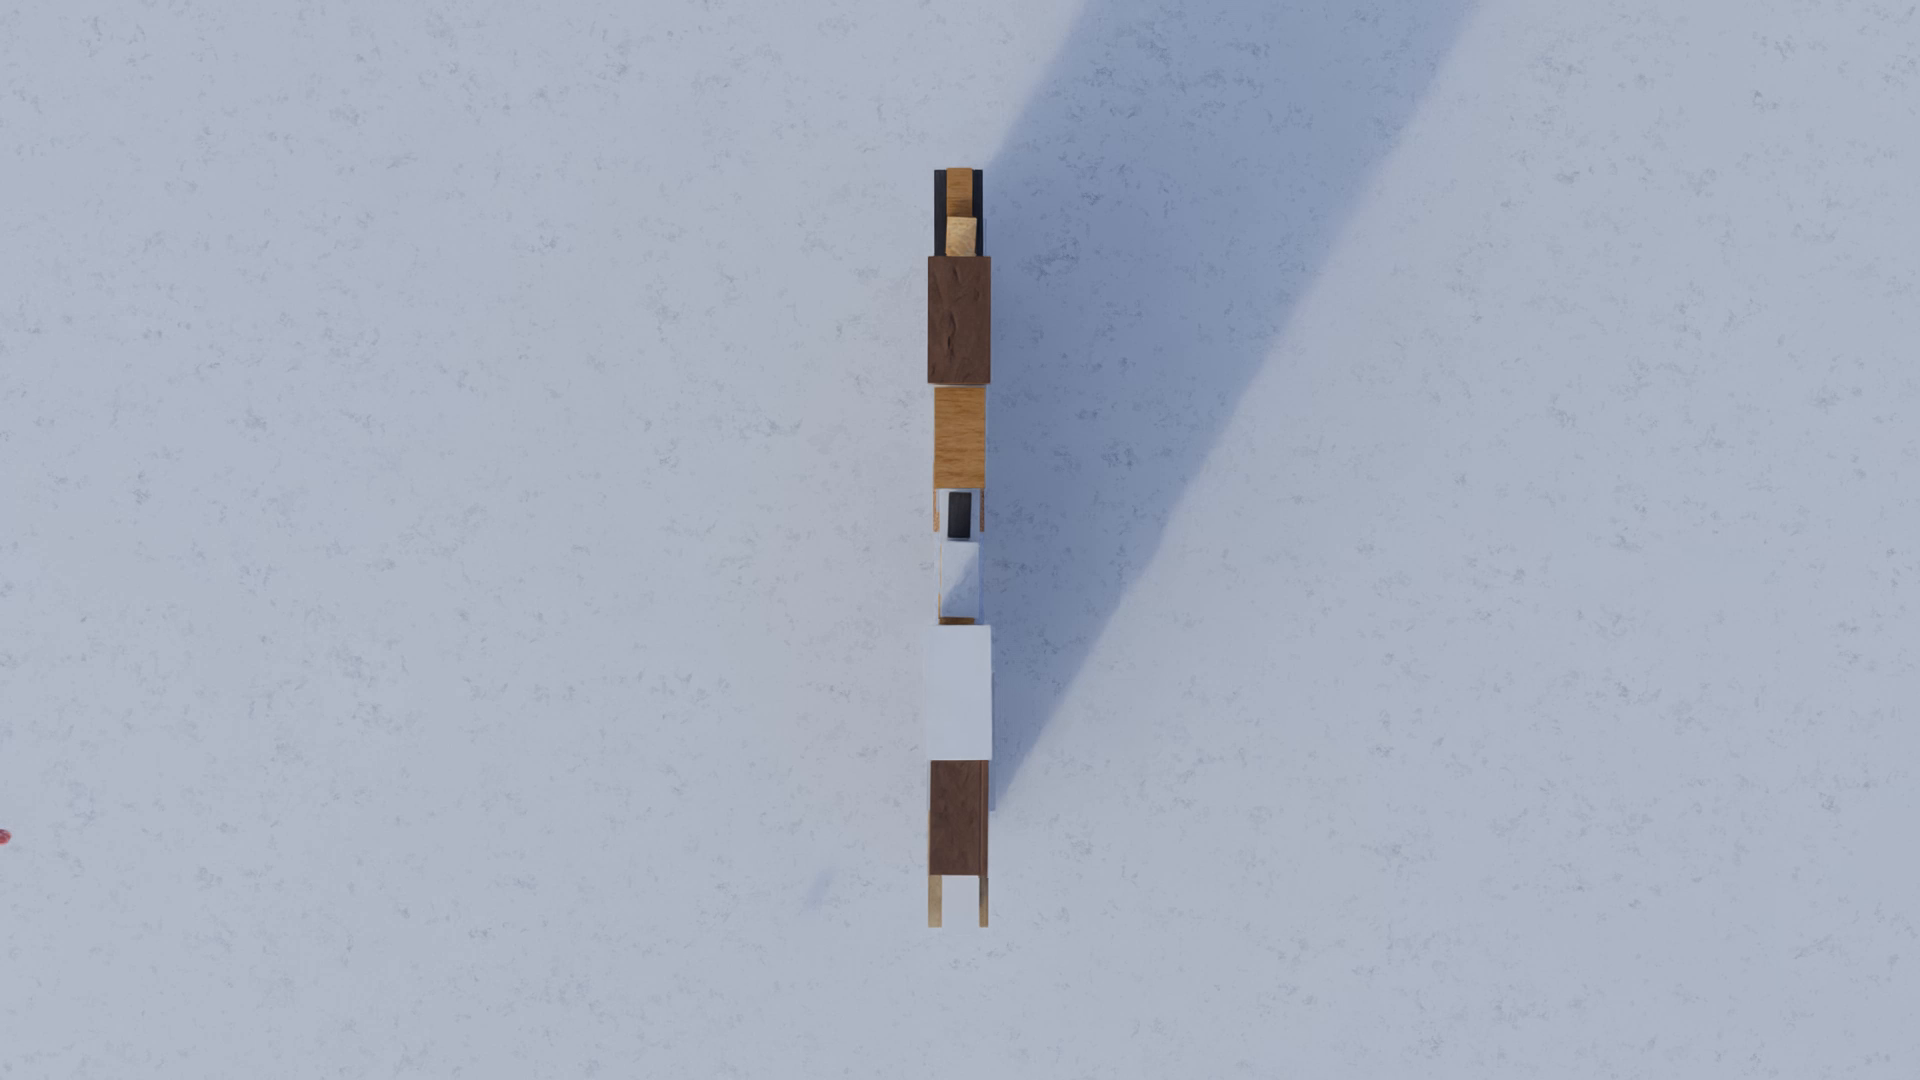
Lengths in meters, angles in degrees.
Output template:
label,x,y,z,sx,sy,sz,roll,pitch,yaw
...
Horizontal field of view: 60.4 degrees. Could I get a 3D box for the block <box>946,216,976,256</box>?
label,x,y,z,sx,sy,sz,roll,pitch,yaw
block,0.002,-0.753,4.239,0.075,0.021,0.150,3,90,0

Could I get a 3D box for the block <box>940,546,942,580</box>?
label,x,y,z,sx,sy,sz,roll,pitch,yaw
block,-0.004,0.032,4.761,0.102,0.029,0.203,0,90,0

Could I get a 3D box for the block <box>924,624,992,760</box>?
label,x,y,z,sx,sy,sz,roll,pitch,yaw
block,-0.005,0.350,3.791,0.153,0.043,0.307,-1,90,0

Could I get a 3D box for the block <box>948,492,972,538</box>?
label,x,y,z,sx,sy,sz,roll,pitch,yaw
block,-0.001,-0.064,4.222,0.059,0.017,0.117,2,90,0

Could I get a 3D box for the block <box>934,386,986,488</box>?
label,x,y,z,sx,sy,sz,roll,pitch,yaw
block,0.000,-0.246,3.972,0.121,0.034,0.242,0,90,0

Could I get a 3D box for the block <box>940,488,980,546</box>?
label,x,y,z,sx,sy,sz,roll,pitch,yaw
block,-0.001,-0.092,4.363,0.105,0.030,0.211,0,90,0

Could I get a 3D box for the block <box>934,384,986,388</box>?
label,x,y,z,sx,sy,sz,roll,pitch,yaw
block,0.000,-0.337,4.250,0.136,0.039,0.273,0,90,0

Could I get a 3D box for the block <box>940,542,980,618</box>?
label,x,y,z,sx,sy,sz,roll,pitch,yaw
block,-0.001,0.099,4.104,0.093,0.026,0.186,1,90,0

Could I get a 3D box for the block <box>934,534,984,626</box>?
label,x,y,z,sx,sy,sz,roll,pitch,yaw
block,-0.002,0.136,5.166,0.156,0.044,0.312,0,90,0

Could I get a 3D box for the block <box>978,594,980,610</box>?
label,x,y,z,sx,sy,sz,roll,pitch,yaw
block,0.003,0.158,4.210,0.093,0.186,0.026,-2,92,0

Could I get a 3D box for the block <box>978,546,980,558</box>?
label,x,y,z,sx,sy,sz,roll,pitch,yaw
block,0.005,0.030,4.365,0.093,0.497,0.026,-3,91,0

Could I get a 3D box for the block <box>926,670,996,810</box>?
label,x,y,z,sx,sy,sz,roll,pitch,yaw
block,0.002,0.504,4.145,0.173,0.049,0.346,0,90,0

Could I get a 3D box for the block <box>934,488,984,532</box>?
label,x,y,z,sx,sy,sz,roll,pitch,yaw
block,-0.004,-0.185,5.157,0.160,0.045,0.320,0,90,0

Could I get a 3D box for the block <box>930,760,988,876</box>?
label,x,y,z,sx,sy,sz,roll,pitch,yaw
block,-0.002,0.641,3.832,0.135,0.038,0.269,0,90,0

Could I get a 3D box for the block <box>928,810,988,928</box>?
label,x,y,z,sx,sy,sz,roll,pitch,yaw
block,-0.004,0.834,4.228,0.154,0.044,0.308,0,90,0

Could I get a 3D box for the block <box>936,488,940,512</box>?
label,x,y,z,sx,sy,sz,roll,pitch,yaw
block,-0.004,-0.213,4.859,0.129,0.036,0.257,0,90,0

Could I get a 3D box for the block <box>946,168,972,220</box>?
label,x,y,z,sx,sy,sz,roll,pitch,yaw
block,-0.001,-0.894,4.260,0.066,0.019,0.131,0,90,0

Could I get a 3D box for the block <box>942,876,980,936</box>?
label,x,y,z,sx,sy,sz,roll,pitch,yaw
block,0.001,0.869,4.014,0.090,0.025,0.179,0,90,0

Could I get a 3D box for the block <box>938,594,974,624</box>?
label,x,y,z,sx,sy,sz,roll,pitch,yaw
block,-0.008,0.233,4.317,0.092,0.026,0.185,0,90,0

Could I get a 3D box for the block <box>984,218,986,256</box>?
label,x,y,z,sx,sy,sz,roll,pitch,yaw
block,0.002,-0.837,5.151,0.163,0.046,0.326,0,90,0

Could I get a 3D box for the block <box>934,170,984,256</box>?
label,x,y,z,sx,sy,sz,roll,pitch,yaw
block,-0.004,-0.858,4.419,0.131,0.037,0.261,0,90,0

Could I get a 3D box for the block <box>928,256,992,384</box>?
label,x,y,z,sx,sy,sz,roll,pitch,yaw
block,-0.002,-0.520,3.911,0.149,0.042,0.299,0,90,0
